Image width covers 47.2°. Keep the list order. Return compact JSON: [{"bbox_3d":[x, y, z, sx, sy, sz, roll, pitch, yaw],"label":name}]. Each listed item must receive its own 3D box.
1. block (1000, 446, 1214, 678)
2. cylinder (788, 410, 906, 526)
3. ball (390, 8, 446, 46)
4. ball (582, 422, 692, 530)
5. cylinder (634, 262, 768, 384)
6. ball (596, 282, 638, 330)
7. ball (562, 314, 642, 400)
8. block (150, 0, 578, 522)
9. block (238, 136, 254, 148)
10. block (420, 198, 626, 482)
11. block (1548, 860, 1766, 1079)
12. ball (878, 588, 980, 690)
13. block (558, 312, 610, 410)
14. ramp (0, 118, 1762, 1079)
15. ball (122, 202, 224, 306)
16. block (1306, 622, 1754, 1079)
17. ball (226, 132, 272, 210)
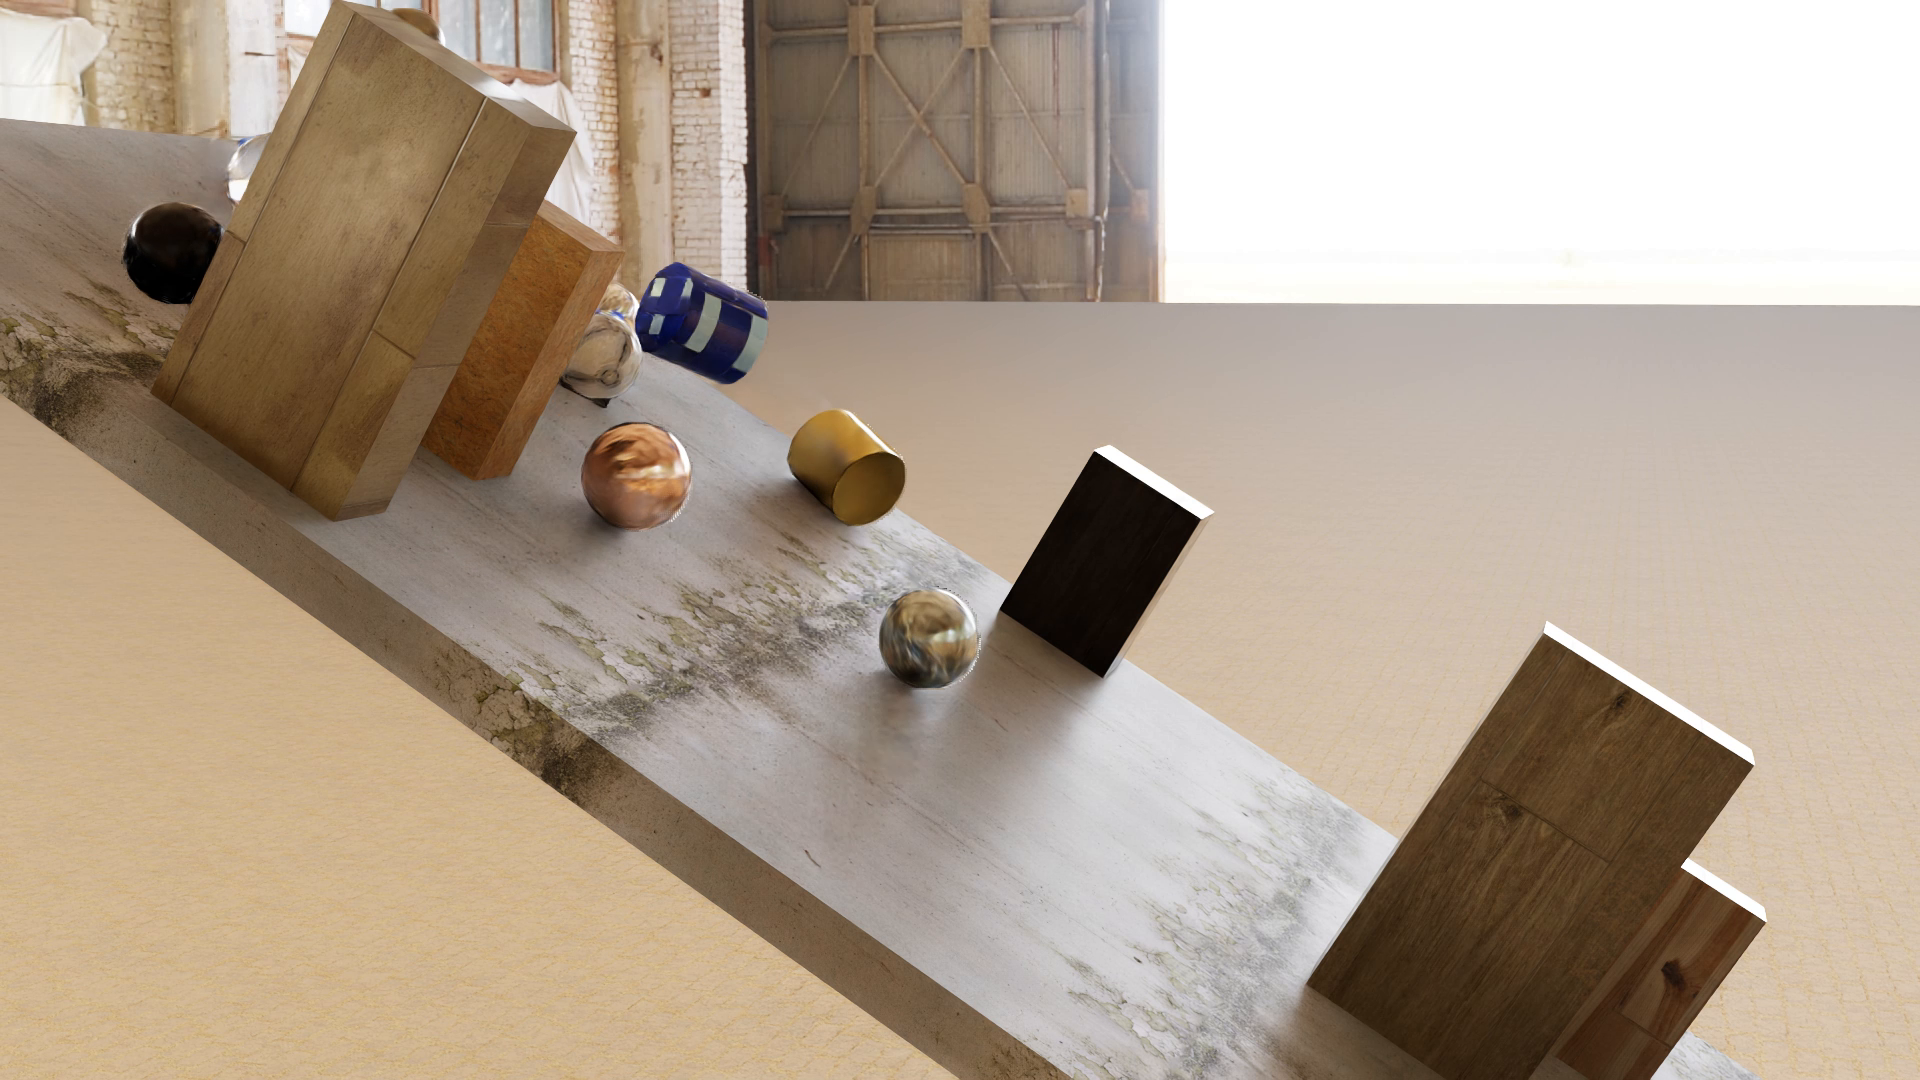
[{"bbox_3d":[0.320,0.046,4.817,0.274,0.415,0.143,33,15,11],"label":"block"},{"bbox_3d":[-0.249,-0.160,4.834,0.189,0.189,0.189,-5,35,-39],"label":"cylinder"},{"bbox_3d":[-1.162,-1.041,4.628,0.157,0.157,0.157,0,7,0],"label":"ball"},{"bbox_3d":[-0.590,-0.116,4.007,0.199,0.199,0.199,0,7,0],"label":"ball"},{"bbox_3d":[-0.550,-0.458,4.674,0.201,0.201,0.201,22,-9,-39],"label":"cylinder"},{"bbox_3d":[-0.801,-0.501,4.938,0.165,0.165,0.165,0,7,0],"label":"ball"},{"bbox_3d":[-0.696,-0.354,4.246,0.164,0.164,0.164,0,7,0],"label":"ball"},{"bbox_3d":[-0.927,-0.426,3.398,0.377,0.691,0.144,33,15,11],"label":"block"},{"bbox_3d":[-1.458,-0.784,4.657,0.112,0.112,0.112,17,17,1],"label":"block"},{"bbox_3d":[-0.889,-0.417,3.891,0.418,0.465,0.129,33,15,11],"label":"block"},{"bbox_3d":[1.209,0.763,4.131,0.397,0.437,0.096,33,15,11],"label":"block"},{"bbox_3d":[-0.058,0.183,4.076,0.187,0.187,0.187,0,7,0],"label":"ball"},{"bbox_3d":[-0.774,-0.388,4.661,0.141,0.141,0.141,28,15,-9],"label":"block"},{"bbox_3d":[-0.168,0.277,4.120,4.000,0.100,2.000,33,15,11],"label":"ramp"},{"bbox_3d":[-1.357,-0.496,3.814,0.178,0.178,0.178,0,7,0],"label":"ball"},{"bbox_3d":[0.955,0.557,3.722,0.390,0.737,0.120,33,15,11],"label":"block"},{"bbox_3d":[-1.312,-0.686,4.242,0.198,0.198,0.198,0,7,0],"label":"ball"}]
